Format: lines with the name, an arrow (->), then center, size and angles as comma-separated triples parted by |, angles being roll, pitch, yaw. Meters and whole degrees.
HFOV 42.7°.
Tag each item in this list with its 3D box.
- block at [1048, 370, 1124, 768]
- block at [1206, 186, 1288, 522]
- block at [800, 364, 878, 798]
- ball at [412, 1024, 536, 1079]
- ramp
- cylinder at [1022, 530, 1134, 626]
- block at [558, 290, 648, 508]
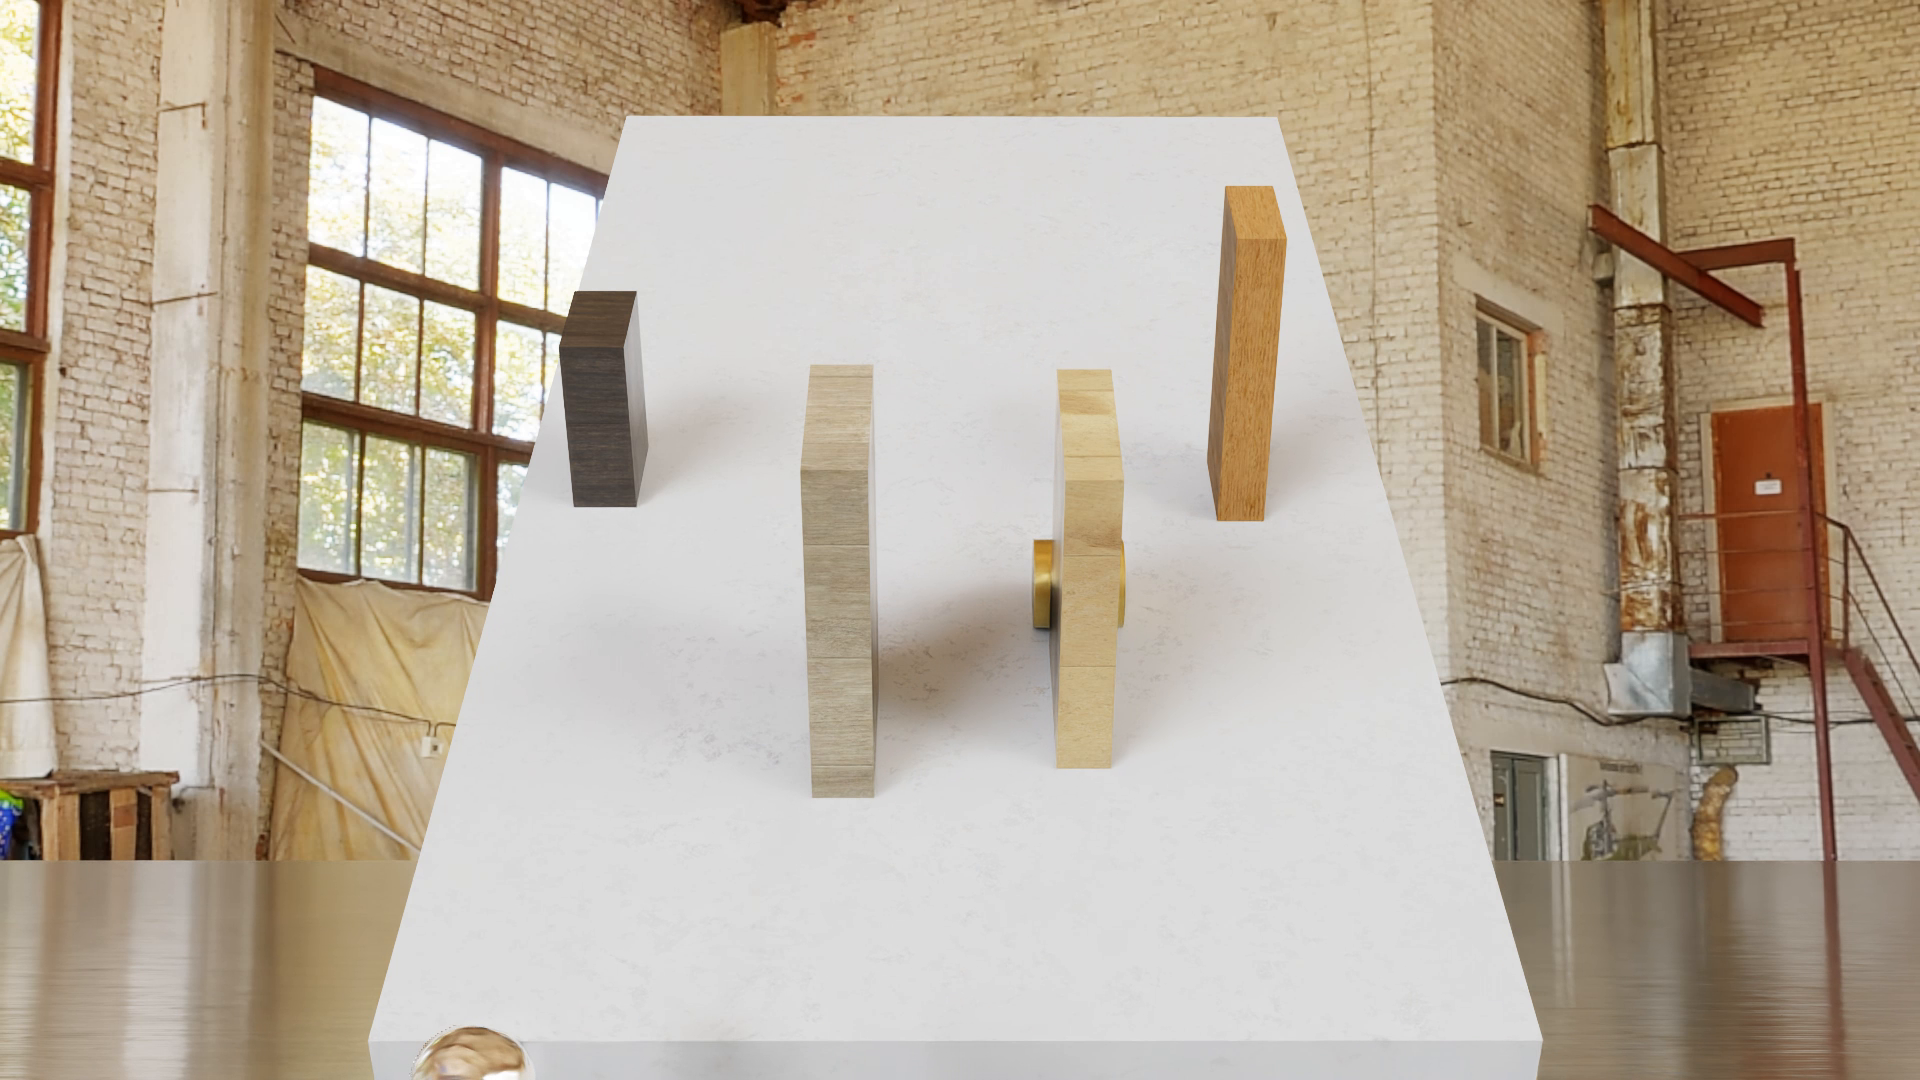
block -> 0.243, 0.057, 4.809 | 0.107, 0.661, 0.420 | 0, 33, 0
block -> 0.639, -0.413, 5.504 | 0.106, 0.707, 0.271 | 0, 33, 0
block -> -0.225, 0.082, 4.696 | 0.120, 0.737, 0.390 | 0, 33, 0
ball -> -0.648, 0.730, 3.269 | 0.165, 0.165, 0.165 | 0, -7, 0
ramp -> -0.015, -0.183, 5.889 | 2.000, 0.100, 4.000 | 0, 33, 0
cylinder -> 0.249, 0.092, 5.193 | 0.189, 0.189, 0.189 | 14, -10, -9
block -> -0.813, -0.323, 5.625 | 0.143, 0.415, 0.274 | 0, 33, 0
